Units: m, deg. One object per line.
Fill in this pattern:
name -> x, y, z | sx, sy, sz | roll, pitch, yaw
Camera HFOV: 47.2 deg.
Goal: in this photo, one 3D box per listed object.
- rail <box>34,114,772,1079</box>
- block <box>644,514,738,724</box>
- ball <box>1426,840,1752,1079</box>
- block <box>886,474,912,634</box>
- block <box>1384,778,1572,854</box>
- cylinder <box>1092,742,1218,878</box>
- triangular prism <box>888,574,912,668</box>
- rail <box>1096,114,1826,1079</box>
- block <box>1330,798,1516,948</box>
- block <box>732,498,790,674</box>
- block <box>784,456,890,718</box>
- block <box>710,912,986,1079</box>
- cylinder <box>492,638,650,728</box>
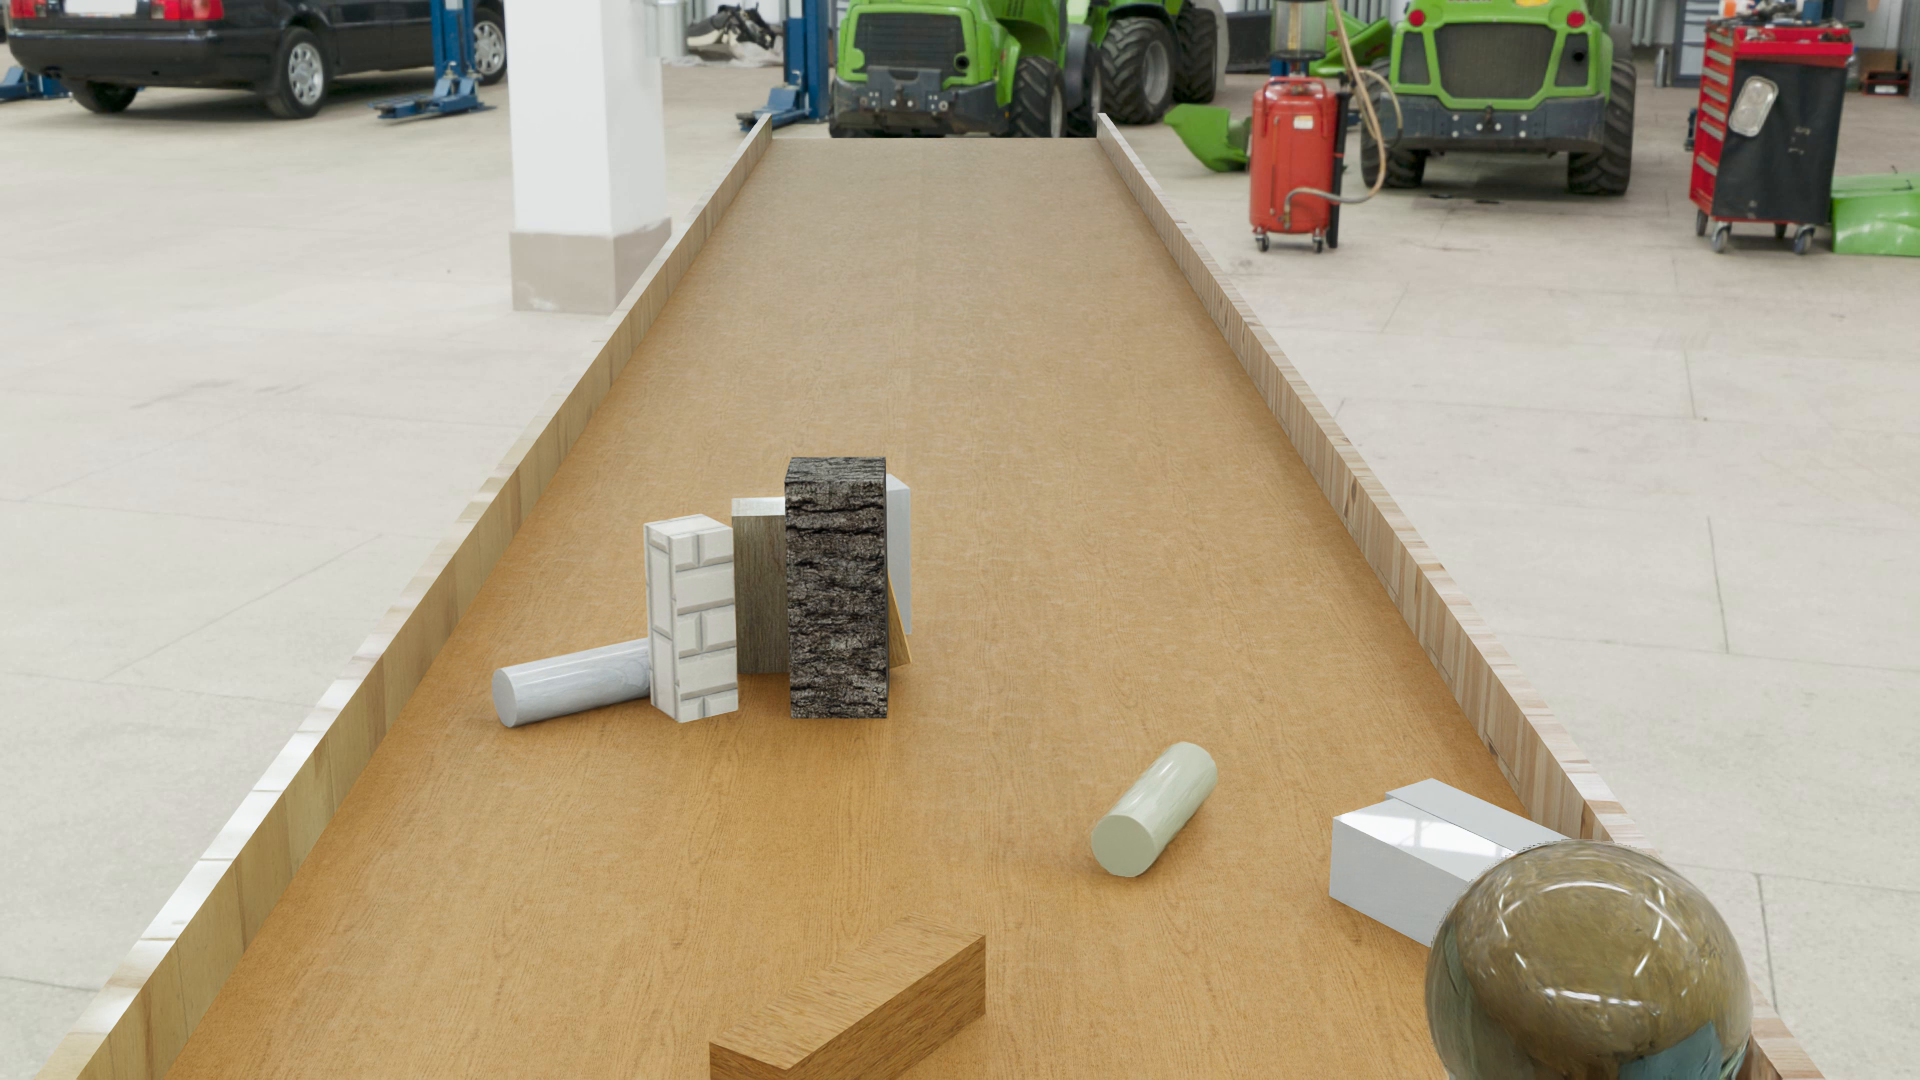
rail -> -1.118, -0.838, 7.780 | 0.050, 0.150, 12.000 | 0, 17, -1
block -> -0.503, 0.145, 4.112 | 0.121, 0.357, 0.121 | -11, 20, -33
ball -> 0.762, 0.559, 2.676 | 0.383, 0.383, 0.383 | 0, 17, 0
block -> -0.181, 0.035, 4.558 | 0.124, 0.314, 0.124 | -6, 18, -20
block -> 0.809, 0.481, 3.424 | 0.105, 0.105, 0.312 | -11, 20, -33
cylinder -> 0.320, 0.435, 3.580 | 0.105, 0.105, 0.329 | 7, 18, 23
triangular prism -> -0.216, 0.104, 4.326 | 0.155, 0.305, 0.134 | -16, 11, -7
rail -> 0.932, -0.844, 7.801 | 0.050, 0.150, 12.000 | 0, 17, -1
block -> 0.722, 0.516, 3.263 | 0.131, 0.131, 0.352 | -11, 20, -33
block -> -0.383, 0.089, 4.359 | 0.130, 0.324, 0.130 | -2, 17, -5
block -> -0.228, 0.088, 4.125 | 0.179, 0.458, 0.179 | 0, 17, 0
block -> -0.137, 0.636, 2.874 | 0.121, 0.121, 0.435 | 11, 20, 33
cylinder -> -0.687, 0.260, 4.158 | 0.377, 0.110, 0.110 | -11, 20, -34
